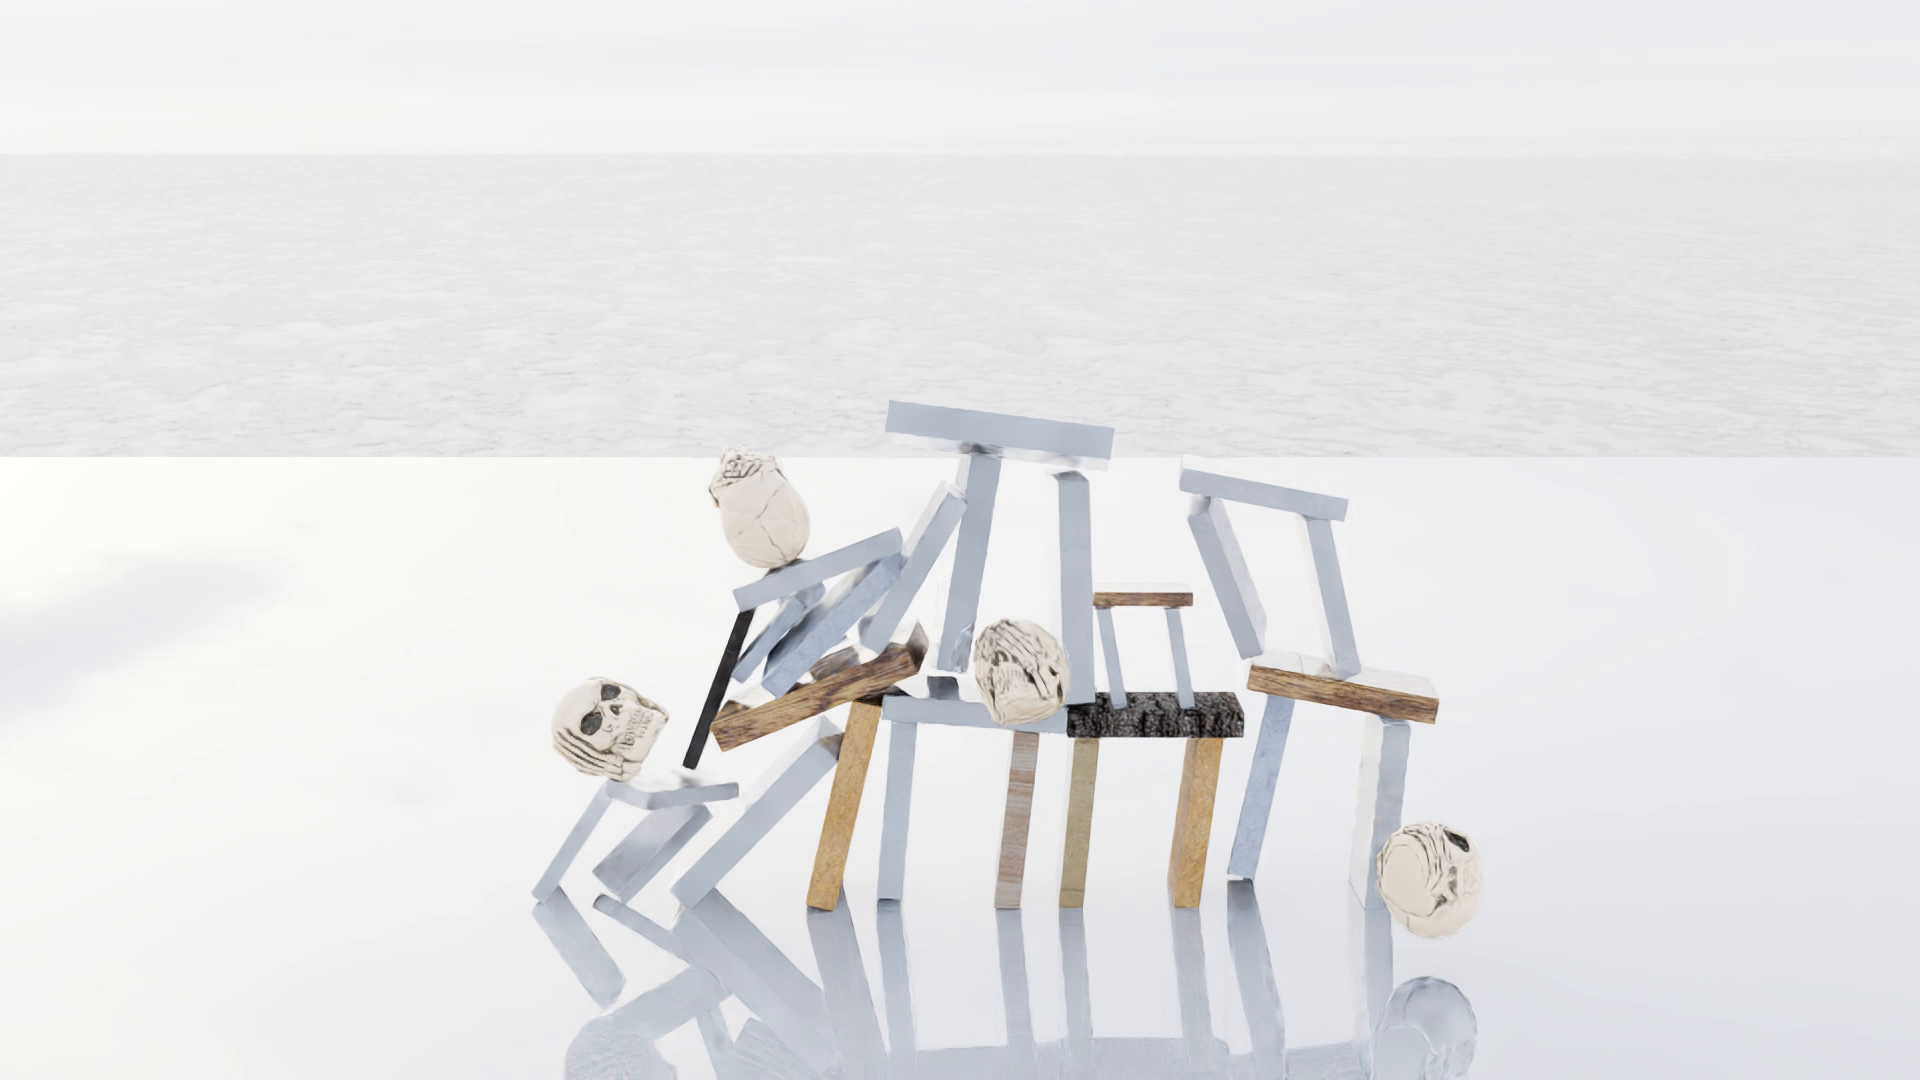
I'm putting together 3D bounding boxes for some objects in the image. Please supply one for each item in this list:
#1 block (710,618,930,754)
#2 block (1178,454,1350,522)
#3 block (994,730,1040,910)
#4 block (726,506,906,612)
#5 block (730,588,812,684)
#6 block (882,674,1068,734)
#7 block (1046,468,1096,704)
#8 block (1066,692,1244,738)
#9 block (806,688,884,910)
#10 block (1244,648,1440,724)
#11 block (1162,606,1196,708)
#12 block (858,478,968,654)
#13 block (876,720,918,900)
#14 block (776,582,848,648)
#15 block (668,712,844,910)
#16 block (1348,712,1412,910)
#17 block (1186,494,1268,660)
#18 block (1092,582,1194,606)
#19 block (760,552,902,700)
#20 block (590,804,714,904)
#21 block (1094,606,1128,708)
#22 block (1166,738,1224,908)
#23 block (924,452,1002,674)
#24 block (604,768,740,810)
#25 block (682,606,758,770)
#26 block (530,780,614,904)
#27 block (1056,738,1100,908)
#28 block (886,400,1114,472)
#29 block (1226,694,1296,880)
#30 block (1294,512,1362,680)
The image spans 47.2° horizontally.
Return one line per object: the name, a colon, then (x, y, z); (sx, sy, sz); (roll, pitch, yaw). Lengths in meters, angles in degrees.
block: (-0.227, 0.238, 3.616); (0.351, 0.050, 0.175); (-23, 10, 10)
block: (0.492, -0.086, 3.578); (0.269, 0.038, 0.135); (11, 13, 4)
block: (0.094, 0.443, 3.636); (0.042, 0.298, 0.149); (6, 11, 0)
block: (-0.232, 0.029, 3.534); (0.281, 0.040, 0.140); (-21, 17, -3)
block: (-0.309, 0.153, 3.618); (0.025, 0.175, 0.087); (38, 15, -8)
block: (0.024, 0.267, 3.614); (0.298, 0.042, 0.149); (5, 11, -1)
block: (0.179, 0.072, 3.594); (0.051, 0.359, 0.180); (-2, 9, -4)
block: (0.316, 0.286, 3.616); (0.285, 0.040, 0.143); (0, 11, 0)
block: (-0.188, 0.416, 3.640); (0.050, 0.351, 0.176); (13, 10, -2)
block: (0.632, 0.239, 3.659); (0.310, 0.044, 0.155); (10, 10, 4)
block: (0.357, 0.185, 3.595); (0.023, 0.166, 0.083); (-10, 10, 2)
block: (-0.078, 0.042, 3.556); (0.040, 0.281, 0.140); (29, 8, -8)
block: (-0.105, 0.432, 3.656); (0.042, 0.298, 0.149); (5, 4, -2)
block: (-0.270, 0.113, 3.858); (0.087, 0.175, 0.025); (-26, 4, -32)
block: (-0.336, 0.448, 3.646); (0.050, 0.351, 0.175); (43, 8, -7)
block: (0.693, 0.437, 3.641); (0.044, 0.310, 0.155); (4, 10, -1)
block: (0.445, 0.050, 3.651); (0.038, 0.269, 0.135); (-17, 20, 17)
block: (0.293, 0.089, 3.581); (0.166, 0.023, 0.083); (0, 9, 1)
block: (-0.208, 0.126, 3.555); (0.040, 0.281, 0.140); (42, 14, -12)
block: (-0.515, 0.508, 3.677); (0.204, 0.029, 0.102); (-45, 33, -15)
block: (0.246, 0.185, 3.597); (0.023, 0.166, 0.083); (-10, 10, 2)
block: (0.389, 0.448, 3.647); (0.040, 0.285, 0.143); (7, 10, -1)
block: (0.004, 0.041, 3.664); (0.051, 0.359, 0.180); (10, -3, -7)
block: (-0.473, 0.410, 3.627); (0.102, 0.029, 0.204); (12, 8, 39)
block: (-0.392, 0.221, 3.666); (0.025, 0.342, 0.087); (21, 23, -3)
block: (-0.638, 0.499, 3.651); (0.029, 0.204, 0.102); (33, 10, -4)
block: (0.194, 0.448, 3.647); (0.040, 0.285, 0.143); (5, 10, -1)
block: (0.066, -0.167, 3.562); (0.359, 0.051, 0.180); (7, -4, 3)
block: (0.505, 0.411, 3.688); (0.044, 0.310, 0.155); (13, -6, 8)
block: (0.605, 0.081, 3.623); (0.038, 0.269, 0.135); (-14, 12, 2)
